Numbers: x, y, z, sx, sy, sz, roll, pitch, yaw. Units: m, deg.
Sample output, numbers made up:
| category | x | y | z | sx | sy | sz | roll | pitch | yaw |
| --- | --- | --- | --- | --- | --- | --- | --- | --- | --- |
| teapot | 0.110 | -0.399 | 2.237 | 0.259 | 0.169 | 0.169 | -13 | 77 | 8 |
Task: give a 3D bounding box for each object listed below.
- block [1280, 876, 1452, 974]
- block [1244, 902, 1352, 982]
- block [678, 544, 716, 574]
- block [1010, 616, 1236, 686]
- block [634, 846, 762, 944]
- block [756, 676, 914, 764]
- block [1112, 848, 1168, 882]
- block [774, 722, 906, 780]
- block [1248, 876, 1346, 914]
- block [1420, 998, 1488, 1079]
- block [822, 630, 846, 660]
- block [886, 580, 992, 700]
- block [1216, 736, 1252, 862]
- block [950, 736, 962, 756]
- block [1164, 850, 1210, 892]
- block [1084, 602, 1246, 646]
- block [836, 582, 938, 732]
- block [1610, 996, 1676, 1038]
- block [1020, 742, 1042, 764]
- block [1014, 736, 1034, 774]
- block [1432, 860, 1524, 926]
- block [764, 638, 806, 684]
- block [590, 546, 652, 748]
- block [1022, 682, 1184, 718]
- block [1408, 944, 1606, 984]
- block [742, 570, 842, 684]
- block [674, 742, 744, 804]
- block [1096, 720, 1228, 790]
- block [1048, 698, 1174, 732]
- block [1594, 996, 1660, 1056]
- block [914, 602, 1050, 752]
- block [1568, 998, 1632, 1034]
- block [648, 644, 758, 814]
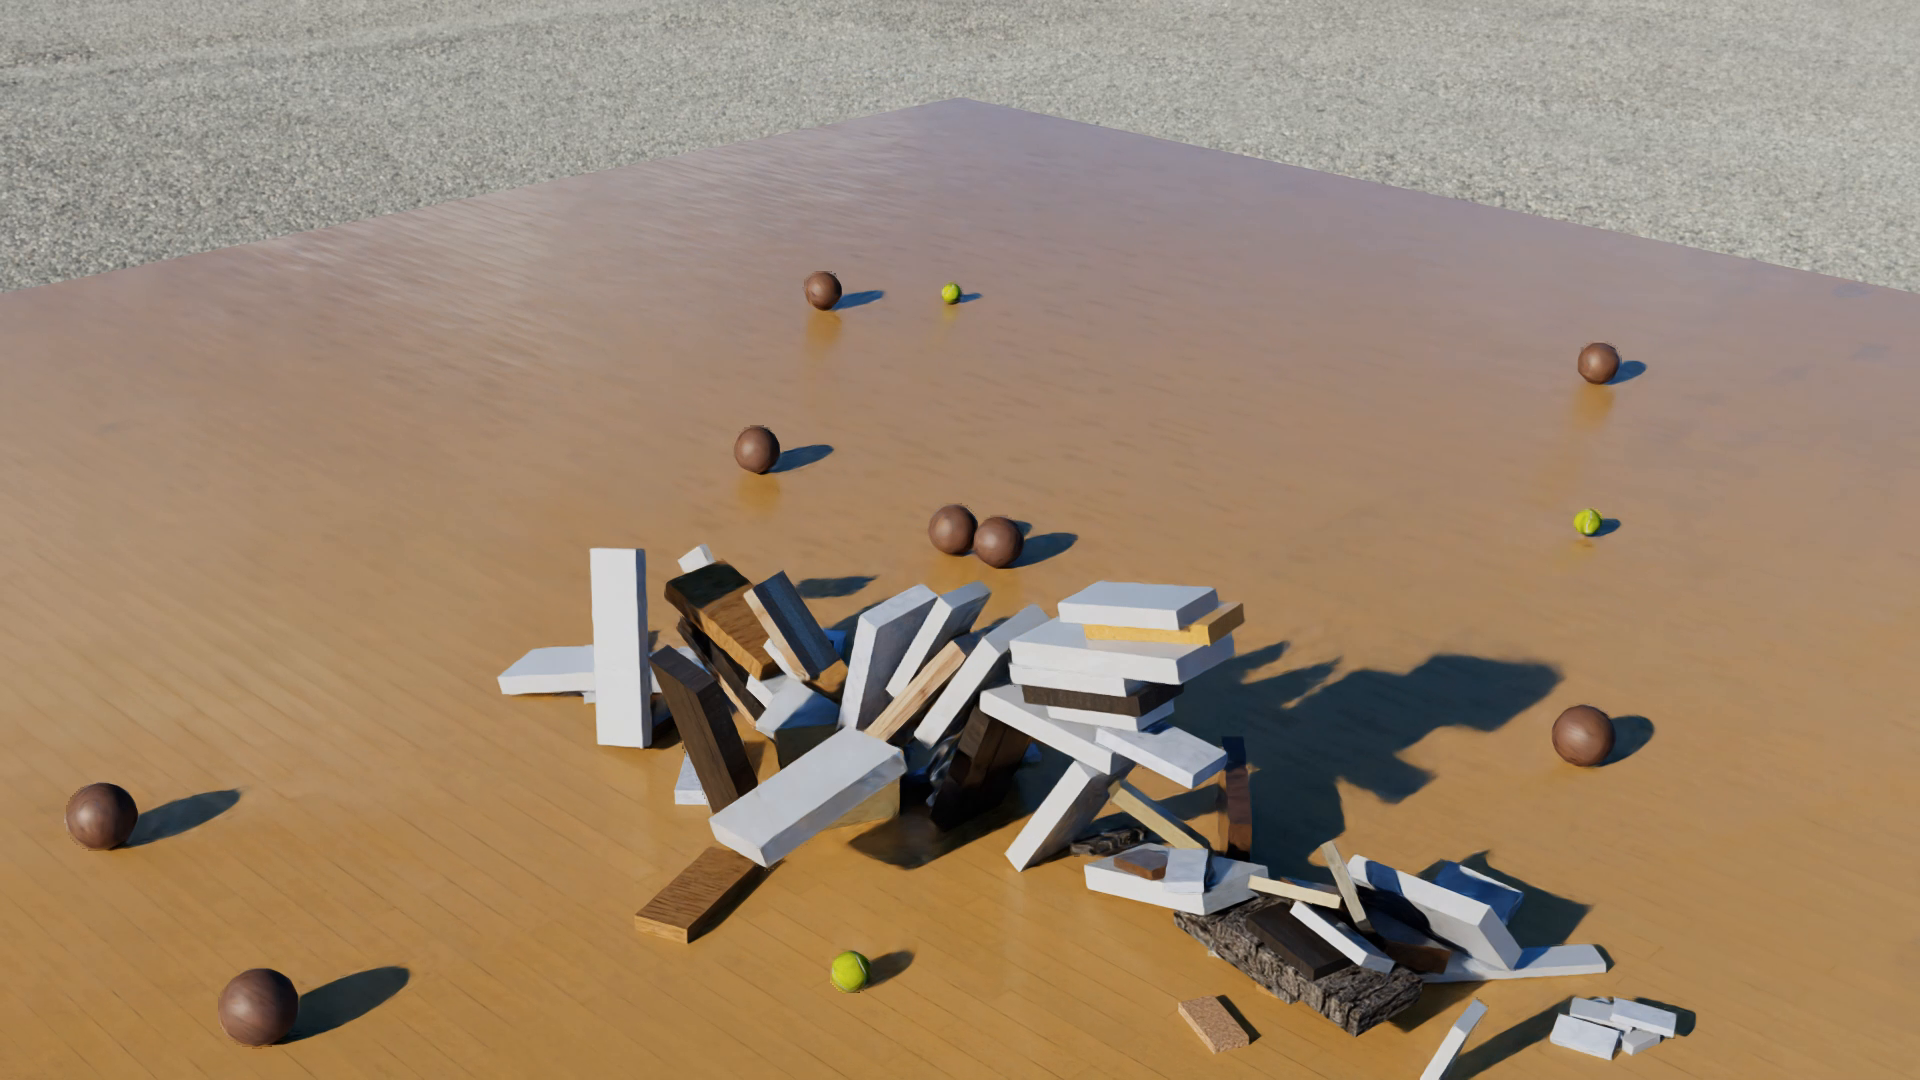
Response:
| category | x | y | z | sx | sy | sz | roll | pitch | yaw |
| --- | --- | --- | --- | --- | --- | --- | --- | --- | --- |
| block | 0.720 | 0.690 | 3.952 | 0.153 | 0.043 | 0.307 | 15 | 6 | -32 |
| block | 0.578 | 0.686 | 3.764 | 0.087 | 0.025 | 0.175 | -14 | 31 | -32 |
| block | -0.610 | 0.057 | 5.132 | 0.020 | 0.069 | 0.138 | -27 | 0 | -32 |
| block | 0.291 | 0.195 | 3.996 | 0.392 | 0.047 | 0.164 | 4 | 20 | 44 |
| block | -0.492 | 0.667 | 4.148 | 0.112 | 0.032 | 0.270 | 10 | 25 | 23 |
| block | -0.258 | 0.410 | 4.526 | 0.303 | 0.035 | 0.125 | 29 | 61 | 8 |
| block | 0.350 | 0.602 | 4.081 | 0.070 | 0.020 | 0.140 | -11 | 8 | -25 |
| block | -0.243 | 0.436 | 4.470 | 0.250 | 0.035 | 0.125 | -5 | 61 | -13 |
| block | 0.591 | 0.620 | 3.844 | 0.161 | 0.023 | 0.081 | 11 | -12 | 21 |
| block | 0.794 | 0.833 | 3.577 | 0.025 | 0.175 | 0.087 | 35 | 36 | 20 |
| block | -0.334 | 0.273 | 5.074 | 0.120 | 0.034 | 0.239 | 1 | 23 | 3 |
| block | -0.042 | 0.197 | 4.305 | 0.037 | 0.259 | 0.130 | 44 | 36 | 20 |
| block | 0.536 | 0.535 | 4.303 | 0.043 | 0.153 | 0.346 | 3 | 23 | 3 |
| block | 0.006 | 0.431 | 4.724 | 0.055 | 0.016 | 0.111 | 10 | 25 | 22 |
| block | 0.410 | 0.596 | 3.969 | 0.070 | 0.020 | 0.140 | -2 | 16 | 11 |
| block | 0.367 | 0.146 | 3.967 | 0.259 | 0.037 | 0.130 | 1 | 18 | 37 |
| block | -0.148 | 0.255 | 4.368 | 0.048 | 0.337 | 0.169 | 38 | 45 | 27 |
| block | 1.164 | 0.813 | 3.745 | 0.104 | 0.015 | 0.052 | 13 | 26 | 17 |
| block | 0.112 | 0.456 | 4.666 | 0.111 | 0.016 | 0.055 | -6 | 24 | -14 |
| block | 0.084 | 0.405 | 4.484 | 0.135 | 0.272 | 0.038 | -13 | 57 | -28 |
| block | 0.965 | 0.665 | 4.122 | 0.161 | 0.023 | 0.081 | 21 | 56 | 41 |
| block | -0.305 | 0.282 | 4.692 | 0.113 | 0.032 | 0.226 | -26 | 68 | -42 |
| block | -0.720 | 0.227 | 4.675 | 0.120 | 0.421 | 0.034 | 1 | 6 | 29 |
| block | 0.262 | 0.272 | 4.048 | 0.271 | 0.038 | 0.135 | 3 | 19 | 42 |
| block | 0.853 | 0.762 | 3.920 | 0.598 | 0.019 | 0.066 | -2 | 22 | -8 |
| block | -0.354 | 0.184 | 4.643 | 0.032 | 0.226 | 0.113 | -34 | -1 | 37 |
| block | -0.522 | 0.481 | 4.585 | 0.112 | 0.032 | 0.224 | 1 | 23 | 2 |
| block | 0.365 | 0.374 | 3.981 | 0.215 | 0.030 | 0.108 | 25 | 33 | 34 |
| block | 0.276 | 0.307 | 4.042 | 0.215 | 0.030 | 0.108 | 5 | 20 | 45 |
| block | 1.127 | 0.833 | 3.773 | 0.066 | 0.019 | 0.132 | -14 | 27 | -29 |
| block | 0.040 | 0.266 | 4.248 | 0.047 | 0.328 | 0.164 | 45 | 44 | 12 |
| block | 1.101 | 0.815 | 3.773 | 0.103 | 0.015 | 0.052 | 9 | 25 | 20 |
| block | -0.474 | 0.406 | 4.258 | 0.048 | 0.427 | 0.169 | -36 | 41 | -24 |
